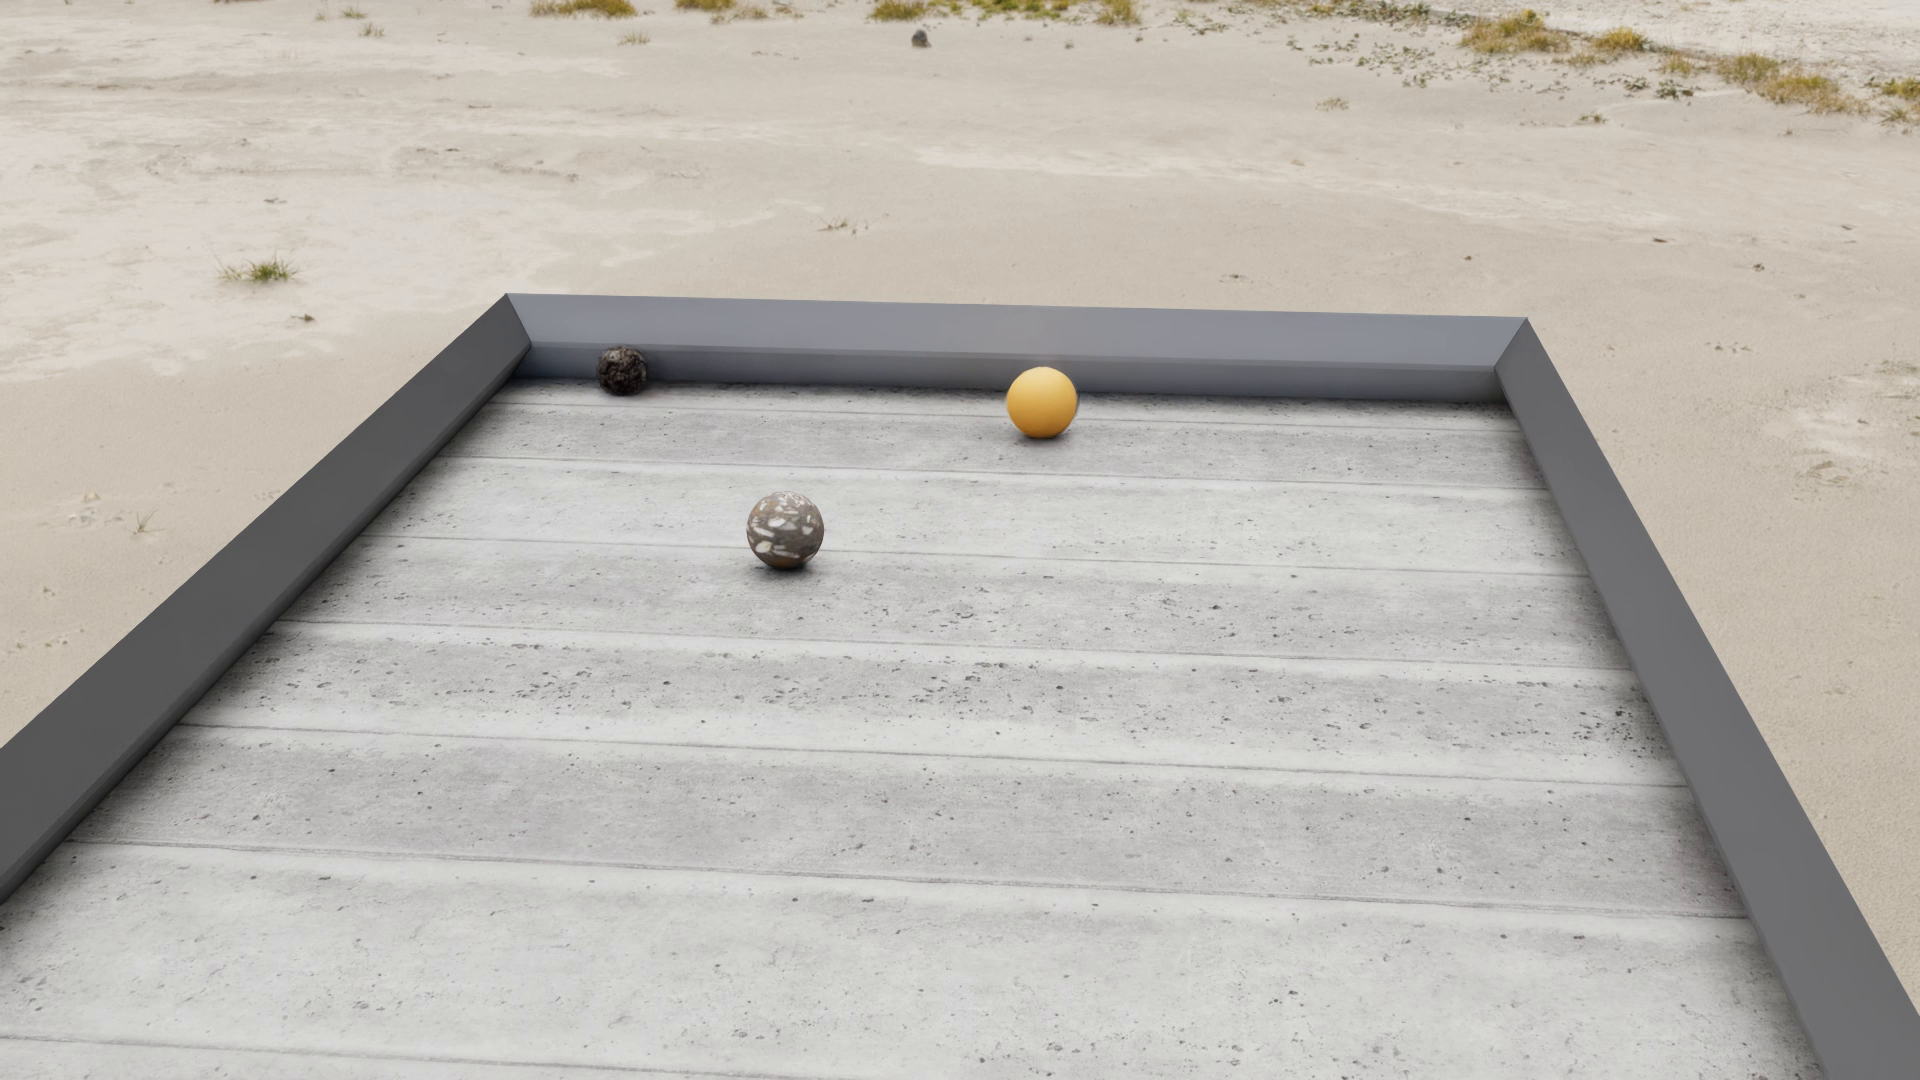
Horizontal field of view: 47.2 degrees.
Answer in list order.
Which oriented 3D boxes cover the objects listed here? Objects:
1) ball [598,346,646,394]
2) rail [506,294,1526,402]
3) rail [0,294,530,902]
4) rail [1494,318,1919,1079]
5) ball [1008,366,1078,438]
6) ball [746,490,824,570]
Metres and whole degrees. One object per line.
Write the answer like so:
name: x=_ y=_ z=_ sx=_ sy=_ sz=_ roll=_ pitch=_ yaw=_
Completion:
ball: x=-0.462 y=-0.232 z=3.010 sx=0.066 sy=0.066 sz=0.066 roll=0 pitch=21 yaw=0
rail: x=0.061 y=-0.257 z=2.999 sx=1.398 sy=0.118 sz=0.045 roll=2 pitch=21 yaw=5
rail: x=-0.736 y=0.214 z=1.780 sx=0.045 sy=0.118 sz=2.796 roll=2 pitch=21 yaw=5
rail: x=0.609 y=0.258 z=1.665 sx=0.045 sy=0.118 sz=2.796 roll=2 pitch=21 yaw=5
ball: x=0.106 y=-0.178 z=2.834 sx=0.091 sy=0.091 sz=0.091 roll=0 pitch=21 yaw=0
ball: x=-0.191 y=-0.011 z=2.410 sx=0.086 sy=0.086 sz=0.086 roll=0 pitch=21 yaw=0
